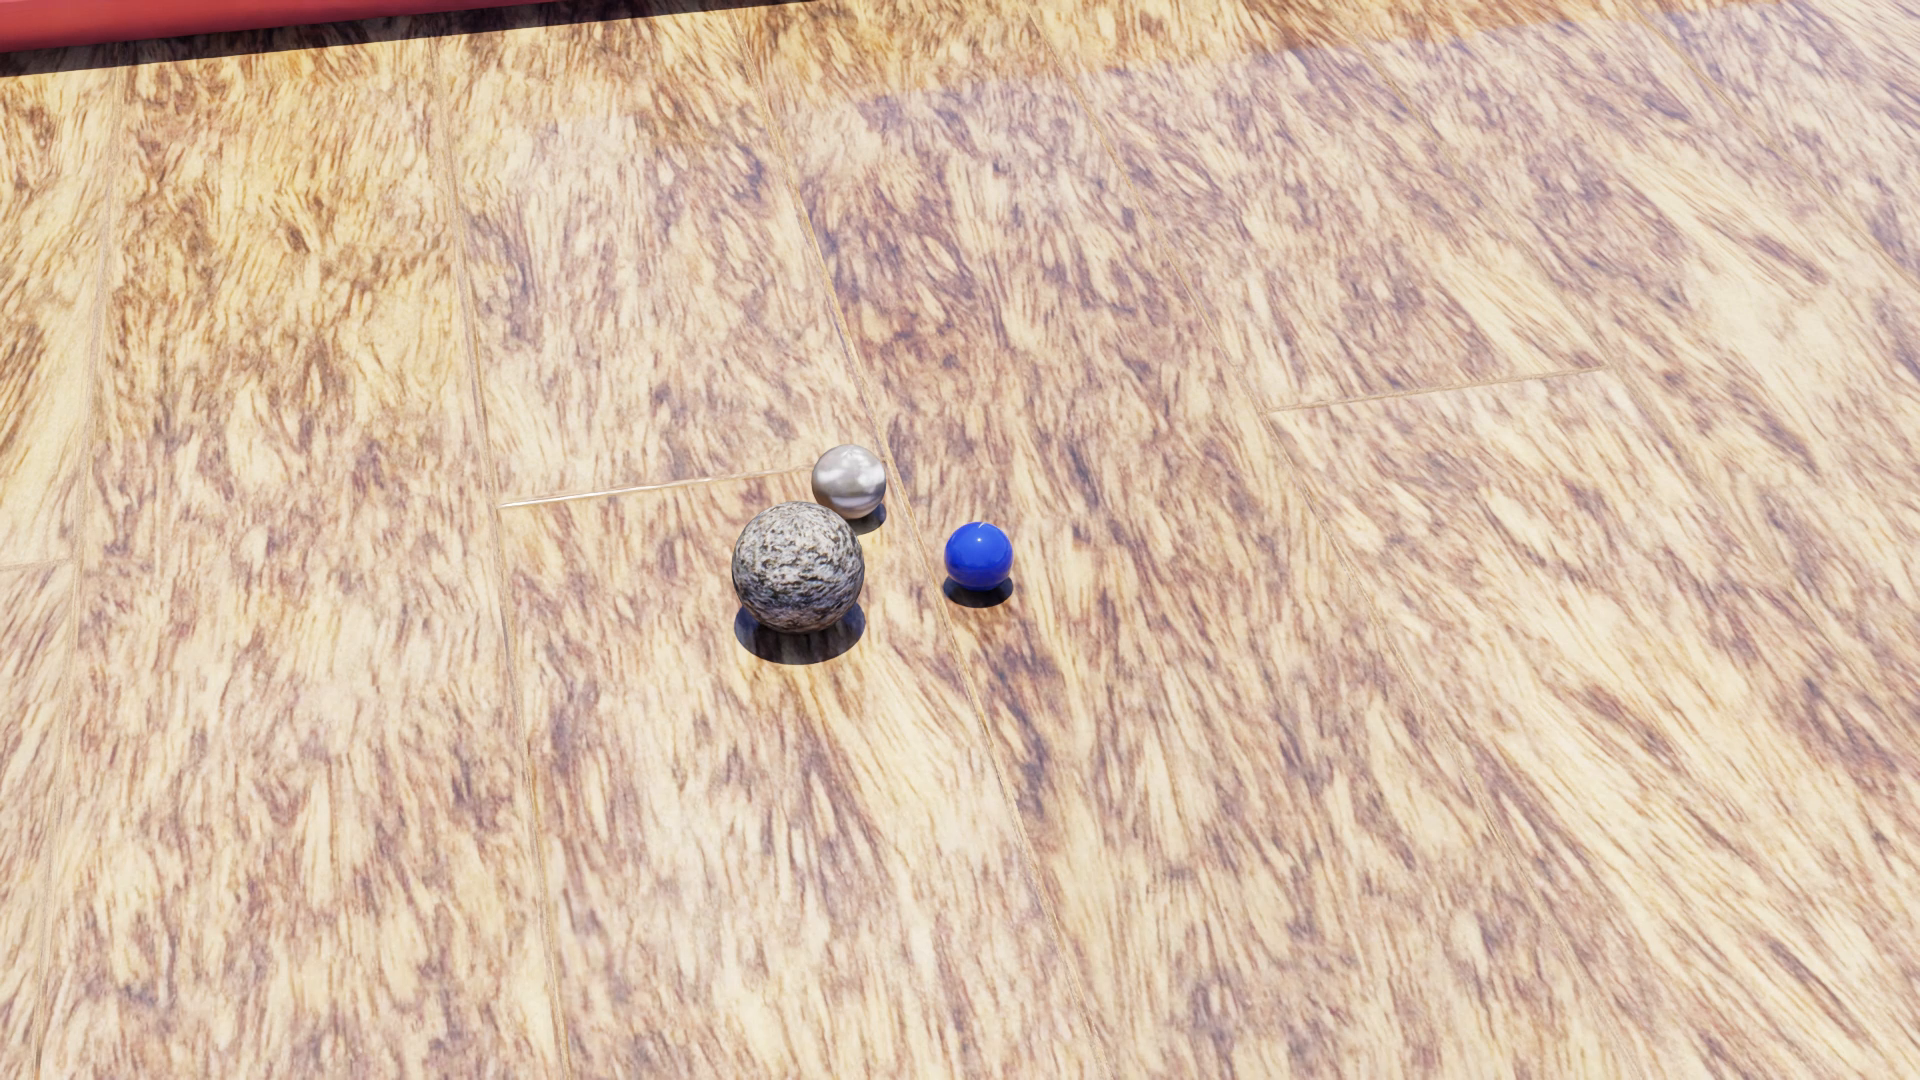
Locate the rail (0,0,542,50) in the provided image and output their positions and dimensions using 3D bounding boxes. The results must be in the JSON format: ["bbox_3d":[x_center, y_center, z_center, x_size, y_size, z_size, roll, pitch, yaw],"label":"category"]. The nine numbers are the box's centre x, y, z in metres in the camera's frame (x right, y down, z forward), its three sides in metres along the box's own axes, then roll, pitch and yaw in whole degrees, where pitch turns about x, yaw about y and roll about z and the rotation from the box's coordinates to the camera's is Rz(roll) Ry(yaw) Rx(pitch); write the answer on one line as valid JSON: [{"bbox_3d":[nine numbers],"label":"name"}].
[{"bbox_3d":[0.624,-0.622,2.313,3.309,0.114,0.045,-8,37,-10],"label":"rail"}]

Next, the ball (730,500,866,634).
[{"bbox_3d":[-0.094,0.016,1.484,0.077,0.077,0.077,0,37,0],"label":"ball"}]

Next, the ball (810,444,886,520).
[{"bbox_3d":[-0.068,-0.036,1.580,0.047,0.047,0.047,0,37,0],"label":"ball"}]

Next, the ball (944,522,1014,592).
[{"bbox_3d":[0.011,0.010,1.522,0.042,0.042,0.042,0,37,0],"label":"ball"}]
